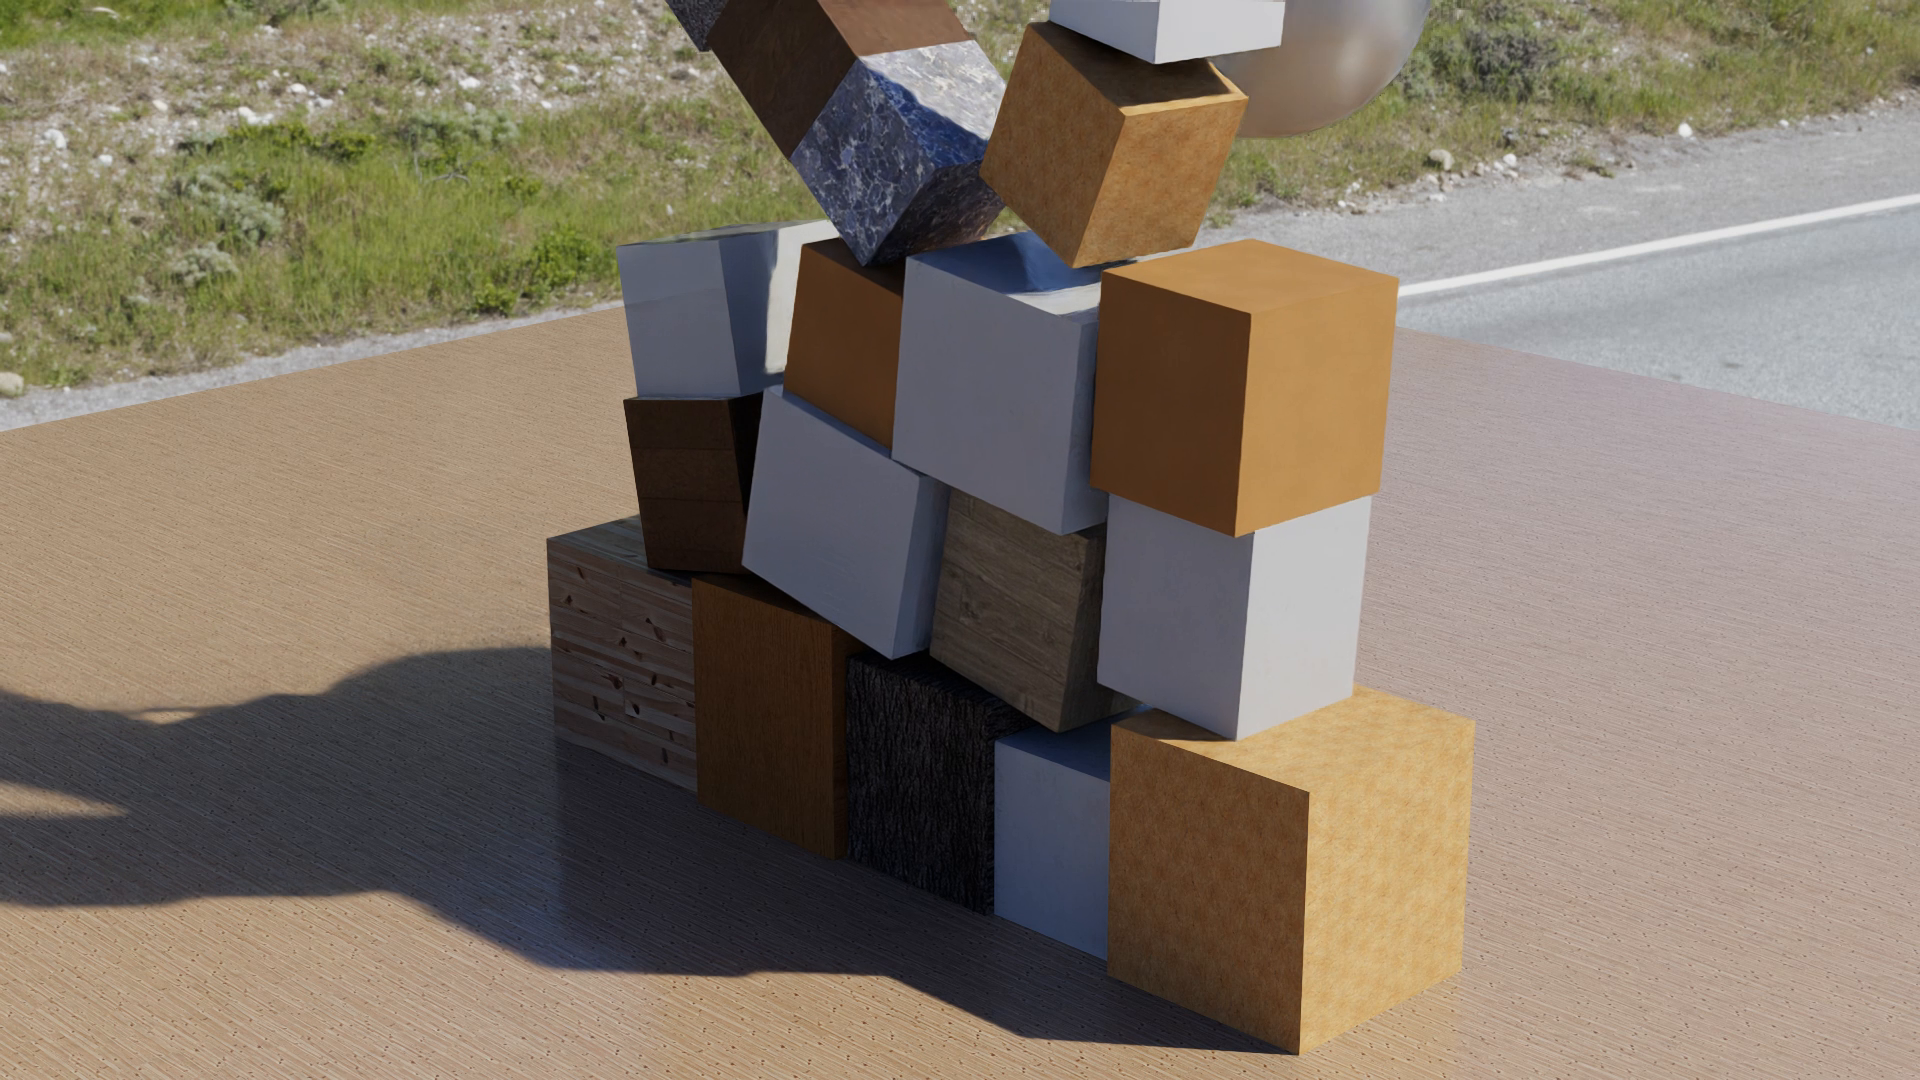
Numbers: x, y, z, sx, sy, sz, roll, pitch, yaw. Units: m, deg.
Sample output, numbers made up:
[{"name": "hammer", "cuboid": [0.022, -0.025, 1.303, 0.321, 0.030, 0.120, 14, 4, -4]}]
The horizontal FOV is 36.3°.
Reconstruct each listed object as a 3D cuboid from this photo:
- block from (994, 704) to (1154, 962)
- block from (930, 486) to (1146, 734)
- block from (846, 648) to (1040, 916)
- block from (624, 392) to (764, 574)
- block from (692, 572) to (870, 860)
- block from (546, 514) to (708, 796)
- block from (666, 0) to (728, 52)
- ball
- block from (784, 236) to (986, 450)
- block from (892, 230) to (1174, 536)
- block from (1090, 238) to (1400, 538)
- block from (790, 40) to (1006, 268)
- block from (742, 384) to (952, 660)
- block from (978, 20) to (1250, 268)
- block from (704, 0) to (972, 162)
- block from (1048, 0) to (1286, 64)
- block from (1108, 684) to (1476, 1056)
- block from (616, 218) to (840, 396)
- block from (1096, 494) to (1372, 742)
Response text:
[{"name": "block", "cuboid": [0.729, 1.259, 12.963, 0.872, 0.825, 0.763, -17, 24, -42]}, {"name": "block", "cuboid": [0.496, 0.176, 12.920, 0.817, 0.921, 0.831, -15, 33, -41]}, {"name": "block", "cuboid": [0.148, 0.998, 13.512, 0.986, 0.994, 0.908, -17, 24, -42]}, {"name": "block", "cuboid": [-0.994, -0.351, 14.290, 0.874, 0.834, 0.797, -17, 14, -42]}, {"name": "block", "cuboid": [-0.528, 0.714, 14.147, 1.134, 1.156, 0.980, -17, 24, -42]}, {"name": "block", "cuboid": [-1.312, 0.524, 14.898, 0.997, 1.068, 1.202, -17, 24, -42]}, {"name": "block", "cuboid": [-0.976, -2.797, 13.428, 0.649, 0.746, 0.735, -18, 67, -42]}, {"name": "ball", "cuboid": [1.467, -2.723, 14.023, 1.600, 1.600, 1.600, 0, 17, 0]}, {"name": "block", "cuboid": [-0.189, -0.944, 13.229, 0.874, 0.698, 0.733, -16, 36, -42]}, {"name": "block", "cuboid": [0.471, -0.724, 12.627, 1.048, 0.921, 1.035, -17, 31, -41]}, {"name": "block", "cuboid": [1.154, -0.641, 11.960, 0.912, 0.913, 0.792, -16, 27, -41]}, {"name": "block", "cuboid": [-0.180, -1.711, 12.961, 0.720, 0.674, 0.629, -17, 67, -43]}, {"name": "block", "cuboid": [-0.235, -0.186, 13.507, 1.018, 0.906, 1.034, -17, 36, -42]}, {"name": "block", "cuboid": [0.632, -1.682, 12.249, 0.672, 0.751, 0.688, -14, 48, -36]}, {"name": "block", "cuboid": [-0.545, -2.246, 13.187, 0.718, 0.681, 0.741, -18, 67, -43]}, {"name": "block", "cuboid": [0.857, -2.378, 11.858, 0.666, 0.671, 0.686, -14, 31, -34]}, {"name": "block", "cuboid": [1.382, 1.299, 12.312, 1.098, 1.139, 1.042, -17, 24, -42]}, {"name": "block", "cuboid": [-1.077, -1.122, 14.167, 0.747, 0.735, 0.785, -17, 14, -42]}, {"name": "block", "cuboid": [1.141, 0.211, 12.279, 0.747, 0.906, 0.783, -16, 27, -42]}]
